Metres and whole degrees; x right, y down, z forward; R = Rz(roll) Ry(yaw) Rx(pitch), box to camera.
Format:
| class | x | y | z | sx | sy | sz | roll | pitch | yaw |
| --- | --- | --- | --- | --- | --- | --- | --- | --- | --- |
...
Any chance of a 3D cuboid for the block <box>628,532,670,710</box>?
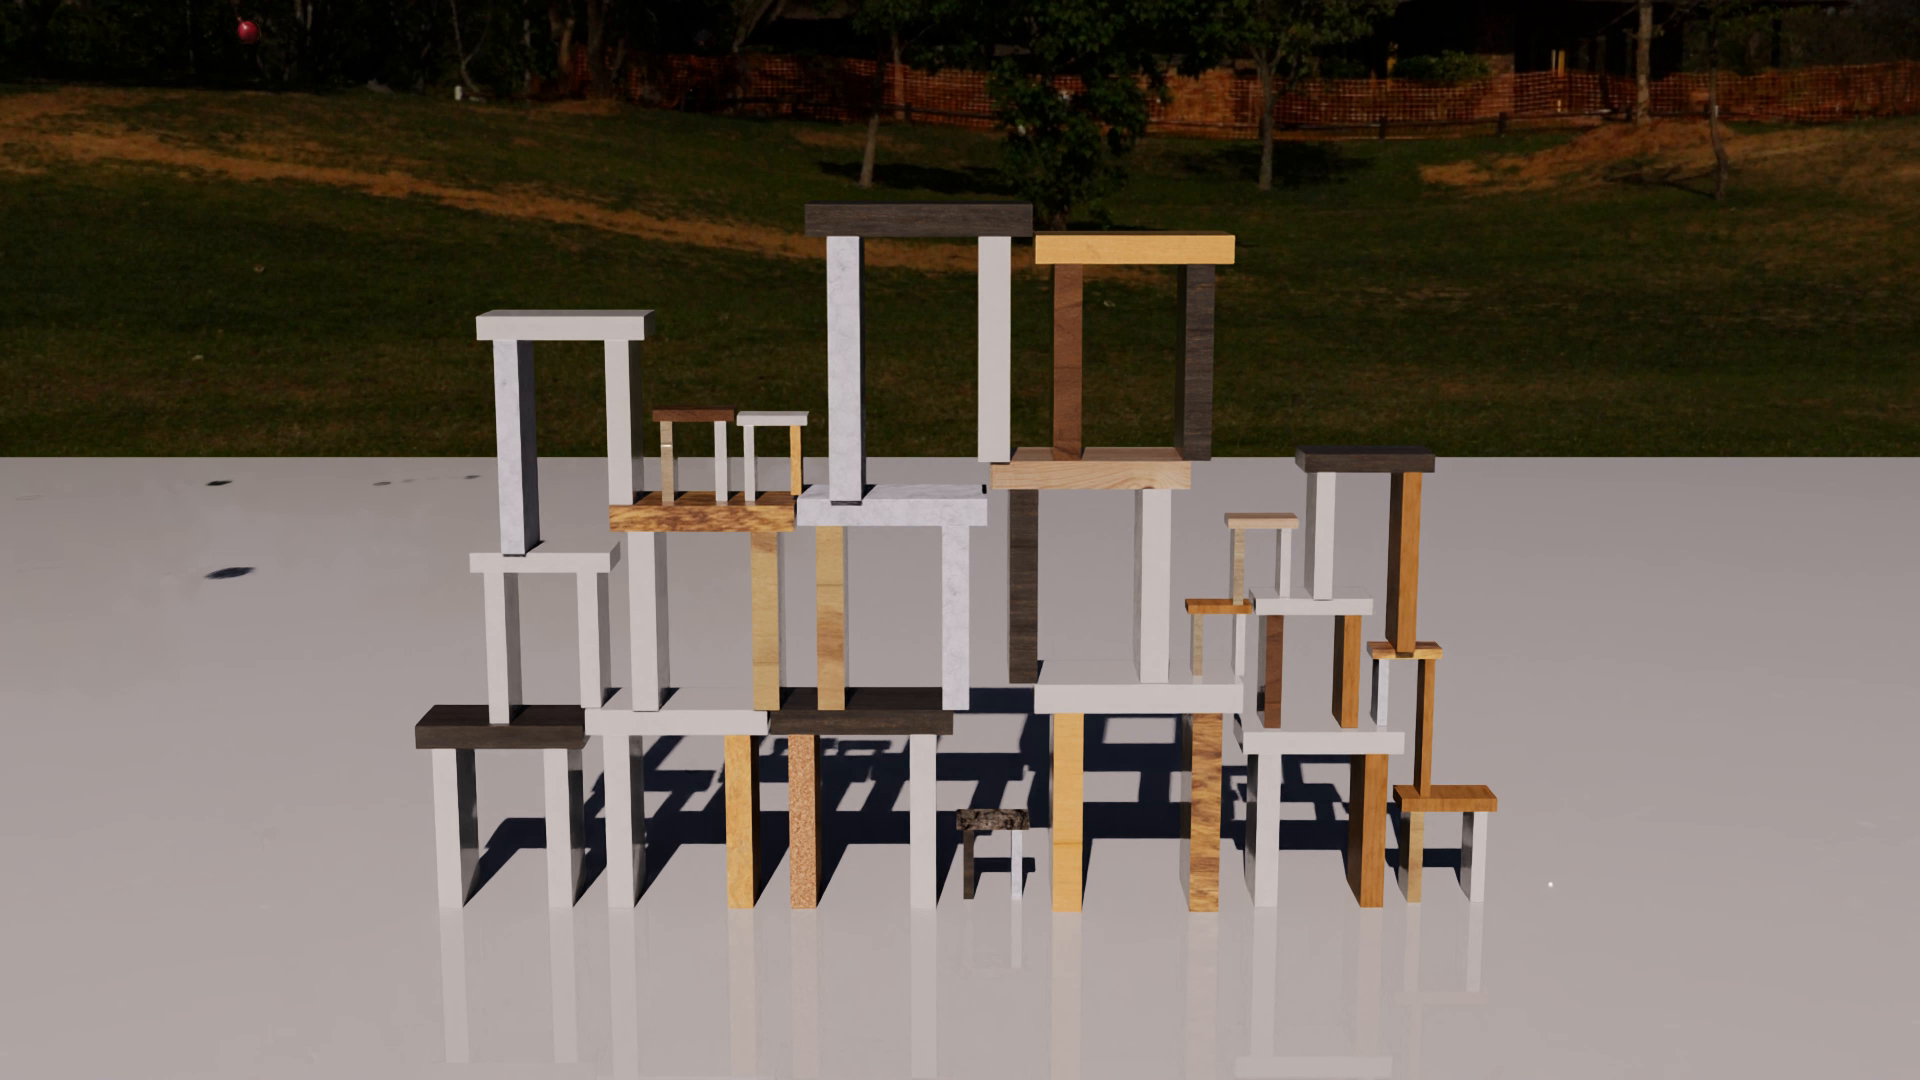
| class | x | y | z | sx | sy | sz | roll | pitch | yaw |
| --- | --- | --- | --- | --- | --- | --- | --- | --- | --- |
| block | -0.505 | 0.117 | 3.577 | 0.041 | 0.293 | 0.146 | 0 | 11 | 0 |

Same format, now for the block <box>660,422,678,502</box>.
| class | x | y | z | sx | sy | sz | roll | pitch | yaw |
| --- | --- | --- | --- | --- | --- | --- | --- | --- | --- |
| block | -0.467 | -0.131 | 3.534 | 0.018 | 0.129 | 0.064 | 0 | 11 | 0 |

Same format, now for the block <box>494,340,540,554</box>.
| class | x | y | z | sx | sy | sz | roll | pitch | yaw |
| --- | --- | --- | --- | --- | --- | --- | --- | --- | --- |
| block | -0.710 | -0.157 | 3.528 | 0.037 | 0.340 | 0.131 | 0 | 11 | 0 |

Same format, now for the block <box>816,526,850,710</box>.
| class | x | y | z | sx | sy | sz | roll | pitch | yaw |
| --- | --- | --- | --- | --- | --- | --- | --- | --- | --- |
| block | -0.207 | 0.112 | 3.581 | 0.043 | 0.301 | 0.150 | 0 | 11 | 0 |

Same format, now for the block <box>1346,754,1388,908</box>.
| class | x | y | z | sx | sy | sz | roll | pitch | yaw |
| --- | --- | --- | --- | --- | --- | --- | --- | --- | --- |
| block | 0.674 | 0.463 | 3.643 | 0.037 | 0.260 | 0.130 | 0 | 11 | 0 |

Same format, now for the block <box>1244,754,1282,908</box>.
| class | x | y | z | sx | sy | sz | roll | pitch | yaw |
| --- | --- | --- | --- | --- | --- | --- | --- | --- | --- |
| block | 0.501 | 0.463 | 3.643 | 0.037 | 0.260 | 0.130 | 0 | 11 | 0 |

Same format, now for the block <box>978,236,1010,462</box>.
| class | x | y | z | sx | sy | sz | roll | pitch | yaw |
| --- | --- | --- | --- | --- | --- | --- | --- | --- | --- |
| block | 0.053 | -0.310 | 3.501 | 0.050 | 0.350 | 0.175 | 0 | 11 | 0 |

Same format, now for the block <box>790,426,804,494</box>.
| class | x | y | z | sx | sy | sz | roll | pitch | yaw |
| --- | --- | --- | --- | --- | --- | --- | --- | --- | --- |
| block | -0.262 | -0.132 | 3.532 | 0.016 | 0.112 | 0.056 | 0 | 11 | 0 |

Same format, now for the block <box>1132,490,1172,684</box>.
| class | x | y | z | sx | sy | sz | roll | pitch | yaw |
| --- | --- | --- | --- | --- | --- | --- | --- | --- | --- |
| block | 0.311 | 0.061 | 3.569 | 0.045 | 0.315 | 0.157 | 0 | 11 | 0 |

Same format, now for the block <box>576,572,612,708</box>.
| class | x | y | z | sx | sy | sz | roll | pitch | yaw |
| --- | --- | --- | --- | --- | --- | --- | --- | --- | --- |
| block | -0.596 | 0.151 | 3.585 | 0.032 | 0.223 | 0.112 | 0 | 11 | 0 |

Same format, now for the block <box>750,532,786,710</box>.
| class | x | y | z | sx | sy | sz | roll | pitch | yaw |
| --- | --- | --- | --- | --- | --- | --- | --- | --- | --- |
| block | -0.311 | 0.117 | 3.577 | 0.041 | 0.292 | 0.146 | 0 | 11 | 0 |

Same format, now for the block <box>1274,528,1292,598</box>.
| class | x | y | z | sx | sy | sz | roll | pitch | yaw |
| --- | --- | --- | --- | --- | --- | --- | --- | --- | --- |
| block | 0.524 | 0.032 | 3.565 | 0.016 | 0.113 | 0.056 | 0 | 11 | 0 |

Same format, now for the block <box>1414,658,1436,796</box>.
| class | x | y | z | sx | sy | sz | roll | pitch | yaw |
| --- | --- | --- | --- | --- | --- | --- | --- | --- | --- |
| block | 0.763 | 0.302 | 3.614 | 0.016 | 0.232 | 0.056 | 0 | 11 | 0 |

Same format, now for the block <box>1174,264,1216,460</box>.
| class | x | y | z | sx | sy | sz | roll | pitch | yaw |
| --- | --- | --- | --- | --- | --- | --- | --- | --- | --- |
| block | 0.373 | -0.290 | 3.507 | 0.044 | 0.308 | 0.154 | 0 | 11 | 0 |

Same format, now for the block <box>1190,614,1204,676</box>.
| class | x | y | z | sx | sy | sz | roll | pitch | yaw |
| --- | --- | --- | --- | --- | --- | --- | --- | --- | --- |
| block | 0.386 | 0.165 | 3.587 | 0.015 | 0.103 | 0.051 | 0 | 11 | 0 |

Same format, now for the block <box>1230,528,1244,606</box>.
| class | x | y | z | sx | sy | sz | roll | pitch | yaw |
| --- | --- | --- | --- | --- | --- | --- | --- | --- | --- |
| block | 0.449 | 0.038 | 3.567 | 0.016 | 0.126 | 0.056 | 0 | 11 | 0 |

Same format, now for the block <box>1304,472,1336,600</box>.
| class | x | y | z | sx | sy | sz | roll | pitch | yaw |
| --- | --- | --- | --- | --- | --- | --- | --- | --- | --- |
| block | 0.582 | -0.015 | 3.561 | 0.029 | 0.206 | 0.103 | 0 | 11 | 0 |

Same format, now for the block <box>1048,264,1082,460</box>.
| class | x | y | z | sx | sy | sz | roll | pitch | yaw |
| --- | --- | --- | --- | --- | --- | --- | --- | --- | --- |
| block | 0.168 | -0.290 | 3.508 | 0.044 | 0.308 | 0.154 | 0 | 11 | 0 |

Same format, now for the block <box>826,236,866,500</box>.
| class | x | y | z | sx | sy | sz | roll | pitch | yaw |
| --- | --- | --- | --- | --- | --- | --- | --- | --- | --- |
| block | -0.180 | -0.280 | 3.507 | 0.050 | 0.412 | 0.175 | 0 | 11 | 0 |

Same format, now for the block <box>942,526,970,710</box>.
| class | x | y | z | sx | sy | sz | roll | pitch | yaw |
| --- | --- | --- | --- | --- | --- | --- | --- | --- | --- |
| block | -0.007 | 0.112 | 3.581 | 0.043 | 0.301 | 0.150 | 0 | 11 | 0 |

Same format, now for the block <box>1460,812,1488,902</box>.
| class | x | y | z | sx | sy | sz | roll | pitch | yaw |
| --- | --- | --- | --- | --- | --- | --- | --- | --- | --- |
| block | 0.853 | 0.514 | 3.651 | 0.022 | 0.156 | 0.078 | 0 | 11 | 0 |

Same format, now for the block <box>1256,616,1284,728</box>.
| class | x | y | z | sx | sy | sz | roll | pitch | yaw |
| --- | --- | --- | --- | --- | --- | --- | --- | --- | --- |
| block | 0.508 | 0.205 | 3.602 | 0.027 | 0.188 | 0.094 | 0 | 11 | 0 |

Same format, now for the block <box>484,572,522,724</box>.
| class | x | y | z | sx | sy | sz | roll | pitch | yaw |
| --- | --- | --- | --- | --- | --- | --- | --- | --- | --- |
| block | -0.745 | 0.165 | 3.587 | 0.032 | 0.250 | 0.112 | 0 | 11 | 0 |

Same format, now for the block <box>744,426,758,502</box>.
| class | x | y | z | sx | sy | sz | roll | pitch | yaw |
| --- | --- | --- | --- | --- | --- | --- | --- | --- | --- |
| block | -0.336 | -0.127 | 3.533 | 0.016 | 0.122 | 0.056 | 0 | 11 | 0 |

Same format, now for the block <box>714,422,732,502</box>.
| class | x | y | z | sx | sy | sz | roll | pitch | yaw |
| --- | --- | --- | --- | --- | --- | --- | --- | --- | --- |
| block | -0.381 | -0.131 | 3.534 | 0.018 | 0.129 | 0.064 | 0 | 11 | 0 |

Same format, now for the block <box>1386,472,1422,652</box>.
| class | x | y | z | sx | sy | sz | roll | pitch | yaw |
| --- | --- | --- | --- | --- | --- | --- | --- | --- | --- |
| block | 0.719 | 0.027 | 3.569 | 0.029 | 0.292 | 0.103 | 0 | 11 | 0 |

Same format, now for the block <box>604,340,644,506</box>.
| class | x | y | z | sx | sy | sz | roll | pitch | yaw |
| --- | --- | --- | --- | --- | --- | --- | --- | --- | --- |
| block | -0.537 | -0.196 | 3.521 | 0.037 | 0.261 | 0.131 | 0 | 11 | 0 |

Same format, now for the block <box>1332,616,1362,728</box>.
| class | x | y | z | sx | sy | sz | roll | pitch | yaw |
| --- | --- | --- | --- | --- | --- | --- | --- | --- | --- |
| block | 0.633 | 0.205 | 3.602 | 0.027 | 0.188 | 0.094 | 0 | 11 | 0 |

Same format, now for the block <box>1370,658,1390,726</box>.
| class | x | y | z | sx | sy | sz | roll | pitch | yaw |
| --- | --- | --- | --- | --- | --- | --- | --- | --- | --- |
| block | 0.688 | 0.243 | 3.603 | 0.016 | 0.113 | 0.056 | 0 | 11 | 0 |

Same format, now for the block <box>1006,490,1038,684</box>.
| class | x | y | z | sx | sy | sz | roll | pitch | yaw |
| --- | --- | --- | --- | --- | --- | --- | --- | --- | --- |
| block | 0.101 | 0.061 | 3.569 | 0.045 | 0.315 | 0.157 | 0 | 11 | 0 |

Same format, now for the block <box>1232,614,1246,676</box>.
| class | x | y | z | sx | sy | sz | roll | pitch | yaw |
| --- | --- | --- | --- | --- | --- | --- | --- | --- | --- |
| block | 0.454 | 0.165 | 3.587 | 0.015 | 0.103 | 0.051 | 0 | 11 | 0 |

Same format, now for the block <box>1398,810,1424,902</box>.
| class | x | y | z | sx | sy | sz | roll | pitch | yaw |
| --- | --- | --- | --- | --- | --- | --- | --- | --- | --- |
| block | 0.749 | 0.514 | 3.651 | 0.022 | 0.156 | 0.078 | 0 | 11 | 0 |
